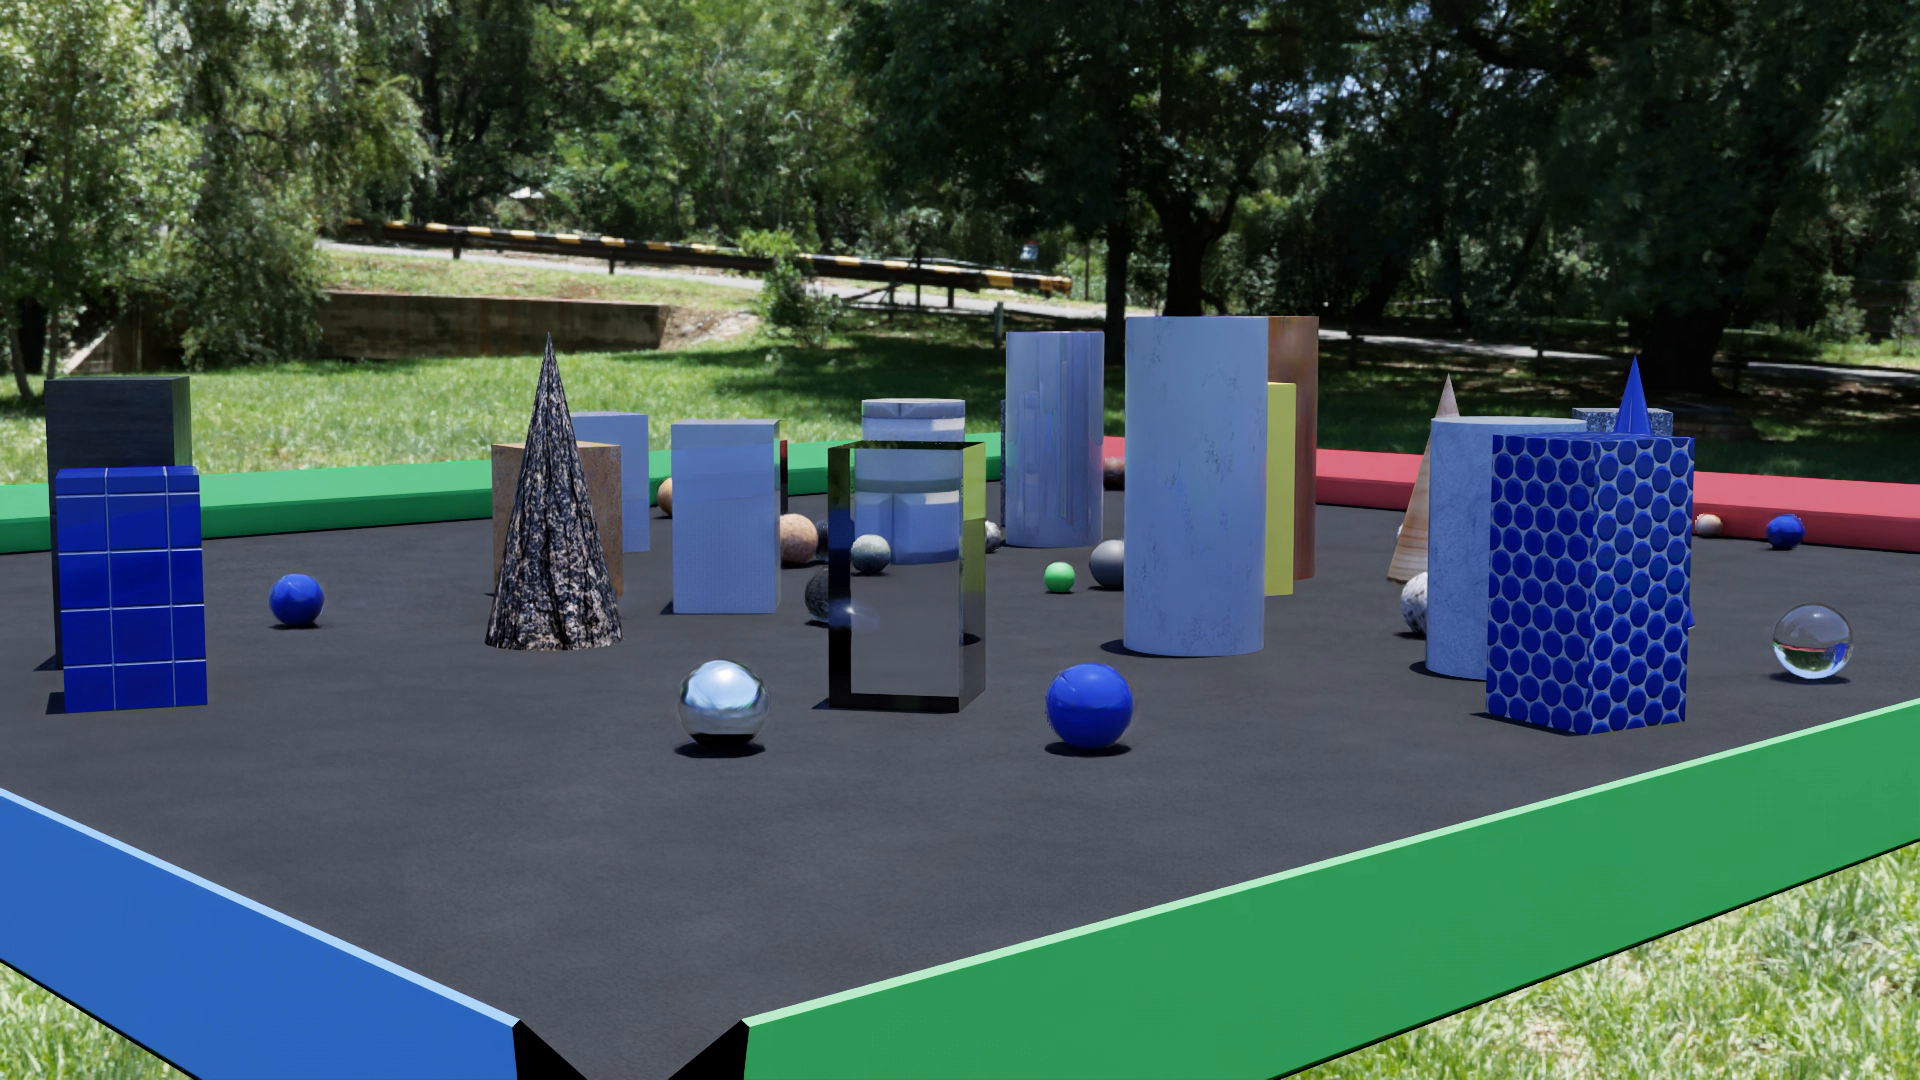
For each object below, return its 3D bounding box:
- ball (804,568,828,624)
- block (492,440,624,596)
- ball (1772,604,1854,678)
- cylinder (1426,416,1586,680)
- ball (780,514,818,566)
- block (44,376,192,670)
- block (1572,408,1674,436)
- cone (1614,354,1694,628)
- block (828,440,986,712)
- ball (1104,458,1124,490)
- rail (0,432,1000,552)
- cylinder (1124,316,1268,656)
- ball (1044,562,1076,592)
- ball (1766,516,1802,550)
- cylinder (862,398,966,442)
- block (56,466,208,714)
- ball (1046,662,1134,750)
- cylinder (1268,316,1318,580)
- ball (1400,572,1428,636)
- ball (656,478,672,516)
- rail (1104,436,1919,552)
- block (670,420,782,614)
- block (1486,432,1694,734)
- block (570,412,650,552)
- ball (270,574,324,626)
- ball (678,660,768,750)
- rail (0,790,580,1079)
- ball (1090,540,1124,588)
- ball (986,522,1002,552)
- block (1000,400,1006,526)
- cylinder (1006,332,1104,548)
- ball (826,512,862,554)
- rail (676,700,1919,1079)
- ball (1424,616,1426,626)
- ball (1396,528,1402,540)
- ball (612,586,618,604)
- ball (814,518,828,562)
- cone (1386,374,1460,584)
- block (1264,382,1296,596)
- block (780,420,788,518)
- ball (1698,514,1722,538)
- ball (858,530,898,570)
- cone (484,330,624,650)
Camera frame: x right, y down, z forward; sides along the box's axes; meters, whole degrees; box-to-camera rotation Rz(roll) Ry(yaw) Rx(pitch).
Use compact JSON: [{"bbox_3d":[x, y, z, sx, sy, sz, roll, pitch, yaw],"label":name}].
[{"bbox_3d":[-0.180,0.079,3.091,0.078,0.078,0.078,0,6,0],"label":"ball"},{"bbox_3d":[-0.622,-0.031,3.392,0.148,0.232,0.148,-4,7,-35],"label":"block"},{"bbox_3d":[1.022,0.121,2.635,0.091,0.091,0.091,0,6,0],"label":"ball"},{"bbox_3d":[0.668,0.006,2.696,0.185,0.306,0.185,0,6,0],"label":"cylinder"},{"bbox_3d":[-0.288,0.000,3.781,0.089,0.089,0.089,0,6,0],"label":"ball"},{"bbox_3d":[-1.052,-0.026,2.770,0.148,0.355,0.148,-1,6,-11],"label":"block"},{"bbox_3d":[1.141,-0.092,3.806,0.148,0.266,0.148,1,6,8],"label":"block"},{"bbox_3d":[0.941,-0.072,3.086,0.185,0.378,0.185,0,6,0],"label":"cone"},{"bbox_3d":[-0.058,0.037,2.489,0.148,0.289,0.148,1,6,12],"label":"block"},{"bbox_3d":[0.371,-0.162,5.348,0.079,0.079,0.079,0,6,0],"label":"ball"},{"bbox_3d":[-1.106,-0.096,4.524,3.472,0.120,0.045,-6,8,-42],"label":"rail"},{"bbox_3d":[0.307,-0.075,2.870,0.185,0.431,0.185,0,6,0],"label":"cylinder"},{"bbox_3d":[0.155,0.058,3.426,0.049,0.049,0.049,0,6,0],"label":"ball"},{"bbox_3d":[1.514,-0.014,4.041,0.062,0.062,0.062,0,6,0],"label":"ball"},{"bbox_3d":[-0.083,-0.110,3.929,0.185,0.277,0.185,0,6,0],"label":"cylinder"},{"bbox_3d":[-0.938,0.052,2.494,0.148,0.258,0.148,-2,6,-20],"label":"block"},{"bbox_3d":[0.131,0.167,2.217,0.088,0.088,0.088,0,6,0],"label":"ball"},{"bbox_3d":[0.497,-0.155,3.640,0.185,0.428,0.185,0,6,0],"label":"cylinder"},{"bbox_3d":[0.640,0.087,2.978,0.087,0.087,0.087,0,6,0],"label":"ball"},{"bbox_3d":[-0.598,-0.092,4.655,0.087,0.087,0.087,0,6,0],"label":"ball"},{"bbox_3d":[1.258,-0.092,4.487,0.045,0.120,3.309,-6,8,-42],"label":"rail"},{"bbox_3d":[-0.344,-0.037,3.254,0.148,0.275,0.148,0,6,-1],"label":"block"},{"bbox_3d":[0.679,0.041,2.376,0.148,0.305,0.148,-4,7,-30],"label":"block"},{"bbox_3d":[-0.669,-0.106,4.020,0.148,0.249,0.148,-4,7,-36],"label":"block"},{"bbox_3d":[-0.924,0.084,3.067,0.073,0.073,0.073,0,6,0],"label":"ball"},{"bbox_3d":[-0.238,0.166,2.213,0.091,0.091,0.091,0,6,0],"label":"ball"},{"bbox_3d":[-1.258,0.154,2.178,0.045,0.120,3.309,-6,8,-42],"label":"rail"},{"bbox_3d":[0.243,0.038,3.475,0.078,0.078,0.078,0,6,0],"label":"ball"},{"bbox_3d":[0.047,-0.006,3.991,0.056,0.056,0.056,0,6,0],"label":"ball"},{"bbox_3d":[0.187,-0.157,4.467,0.148,0.255,0.148,5,8,41],"label":"block"},{"bbox_3d":[0.178,-0.192,4.138,0.185,0.396,0.185,0,6,0],"label":"cylinder"},{"bbox_3d":[-0.206,-0.013,3.976,0.074,0.074,0.074,0,6,0],"label":"ball"},{"bbox_3d":[1.106,0.158,2.141,3.472,0.120,0.045,-6,8,-42],"label":"rail"},{"bbox_3d":[0.640,0.105,2.836,0.080,0.080,0.080,0,6,0],"label":"ball"},{"bbox_3d":[0.822,-0.005,4.009,0.051,0.051,0.051,0,6,0],"label":"ball"},{"bbox_3d":[-0.518,0.084,3.157,0.053,0.053,0.053,0,6,0],"label":"ball"},{"bbox_3d":[-0.226,0.001,3.836,0.076,0.076,0.076,0,6,0],"label":"ball"},{"bbox_3d":[0.788,-0.102,3.565,0.185,0.338,0.185,0,6,0],"label":"cone"},{"bbox_3d":[0.417,-0.081,3.425,0.148,0.326,0.148,-3,7,-27],"label":"block"},{"bbox_3d":[-0.431,-0.117,4.241,0.148,0.223,0.148,2,7,21],"label":"block"},{"bbox_3d":[1.444,-0.027,4.234,0.046,0.046,0.046,0,6,0],"label":"ball"},{"bbox_3d":[-0.139,0.018,3.716,0.067,0.067,0.067,0,6,0],"label":"ball"},{"bbox_3d":[-0.542,-0.072,2.921,0.185,0.413,0.185,0,6,0],"label":"cone"}]
